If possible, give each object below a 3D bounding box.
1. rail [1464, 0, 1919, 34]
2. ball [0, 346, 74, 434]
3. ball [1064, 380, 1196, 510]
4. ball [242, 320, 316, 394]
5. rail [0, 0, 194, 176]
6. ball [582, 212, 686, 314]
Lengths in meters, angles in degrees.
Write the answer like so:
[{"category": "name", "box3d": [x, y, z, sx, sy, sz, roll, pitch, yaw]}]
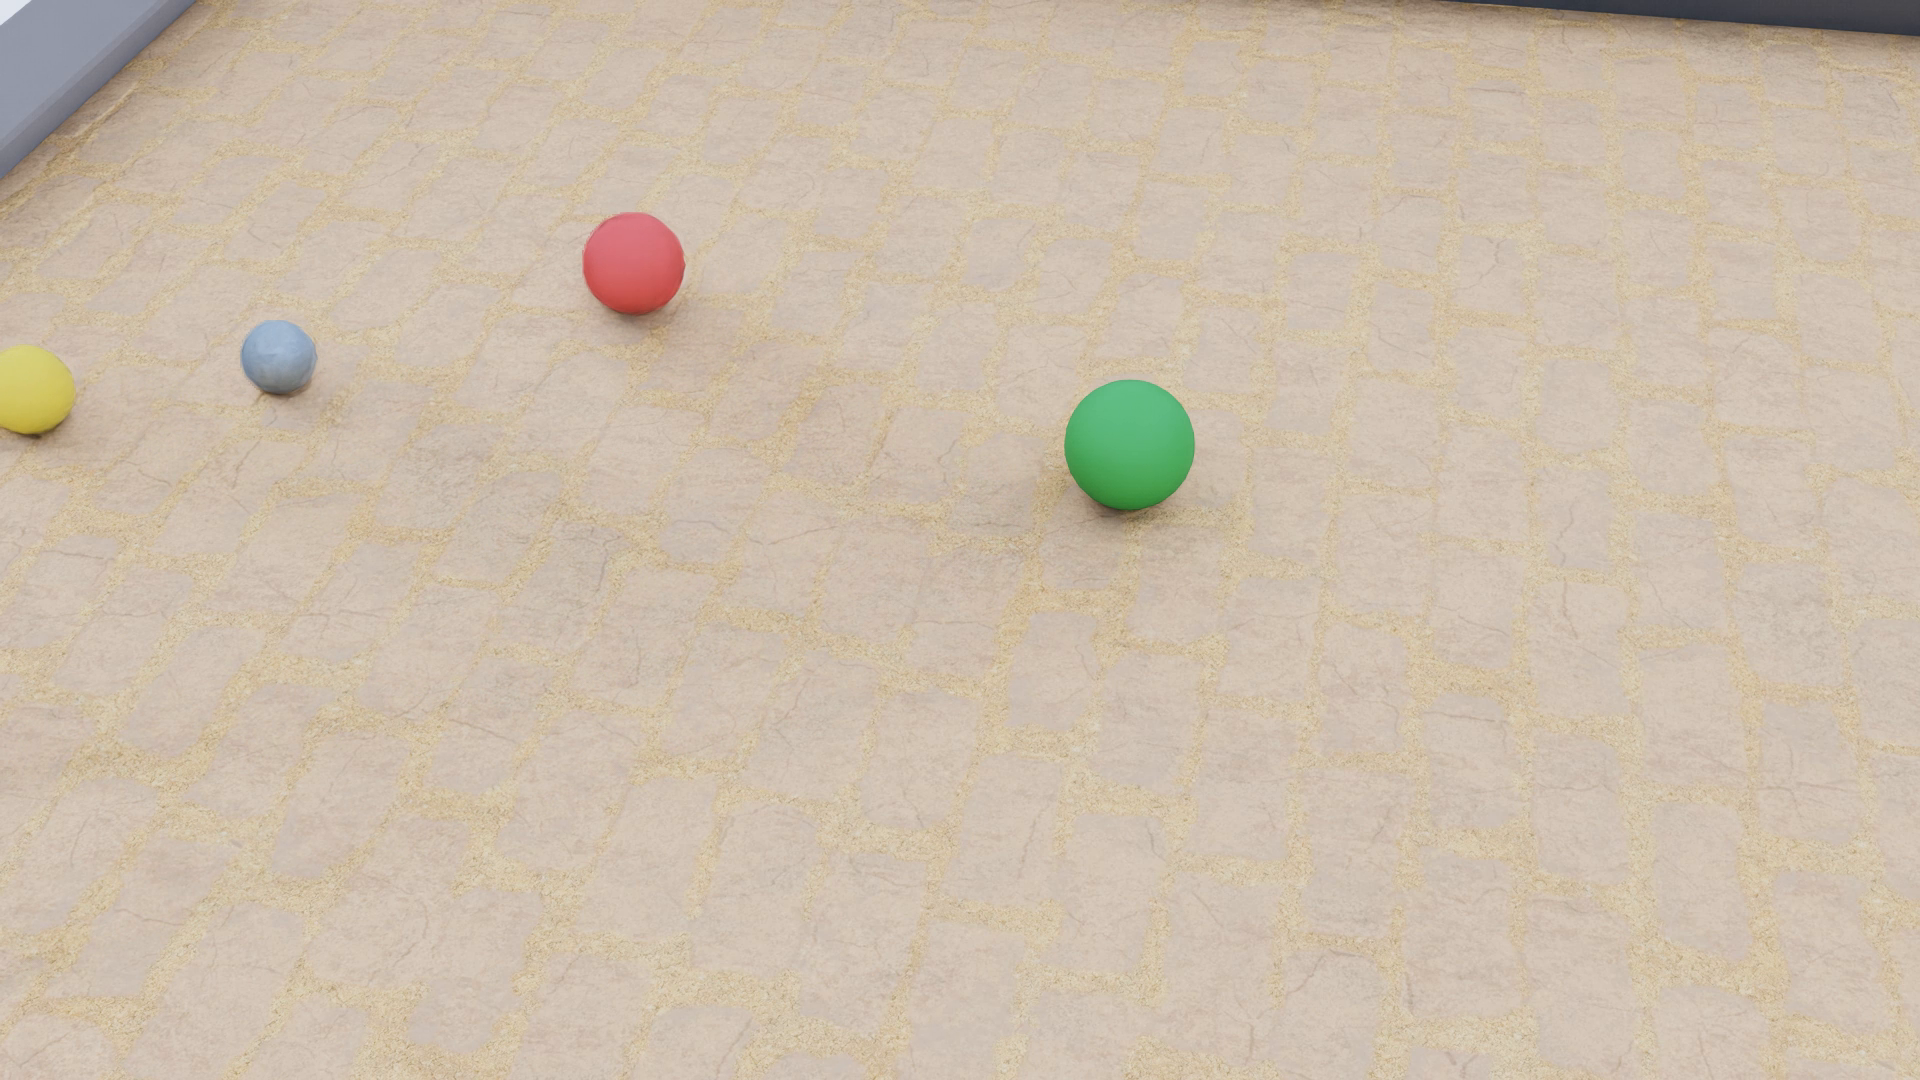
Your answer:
[{"category": "rail", "box3d": [1.181, -0.536, 2.547, 3.965, 0.126, 0.045, 6, 35, 9]}, {"category": "ball", "box3d": [-0.725, -0.117, 1.997, 0.069, 0.069, 0.069, 0, 35, 0]}, {"category": "ball", "box3d": [0.126, -0.071, 1.906, 0.097, 0.097, 0.097, 0, 35, 0]}, {"category": "ball", "box3d": [-0.544, -0.146, 2.048, 0.058, 0.058, 0.058, 0, 35, 0]}, {"category": "rail", "box3d": [-0.950, -0.129, 1.962, 0.045, 0.126, 2.250, 6, 35, 9]}, {"category": "ball", "box3d": [-0.273, -0.231, 2.147, 0.085, 0.085, 0.085, 0, 35, 0]}]
